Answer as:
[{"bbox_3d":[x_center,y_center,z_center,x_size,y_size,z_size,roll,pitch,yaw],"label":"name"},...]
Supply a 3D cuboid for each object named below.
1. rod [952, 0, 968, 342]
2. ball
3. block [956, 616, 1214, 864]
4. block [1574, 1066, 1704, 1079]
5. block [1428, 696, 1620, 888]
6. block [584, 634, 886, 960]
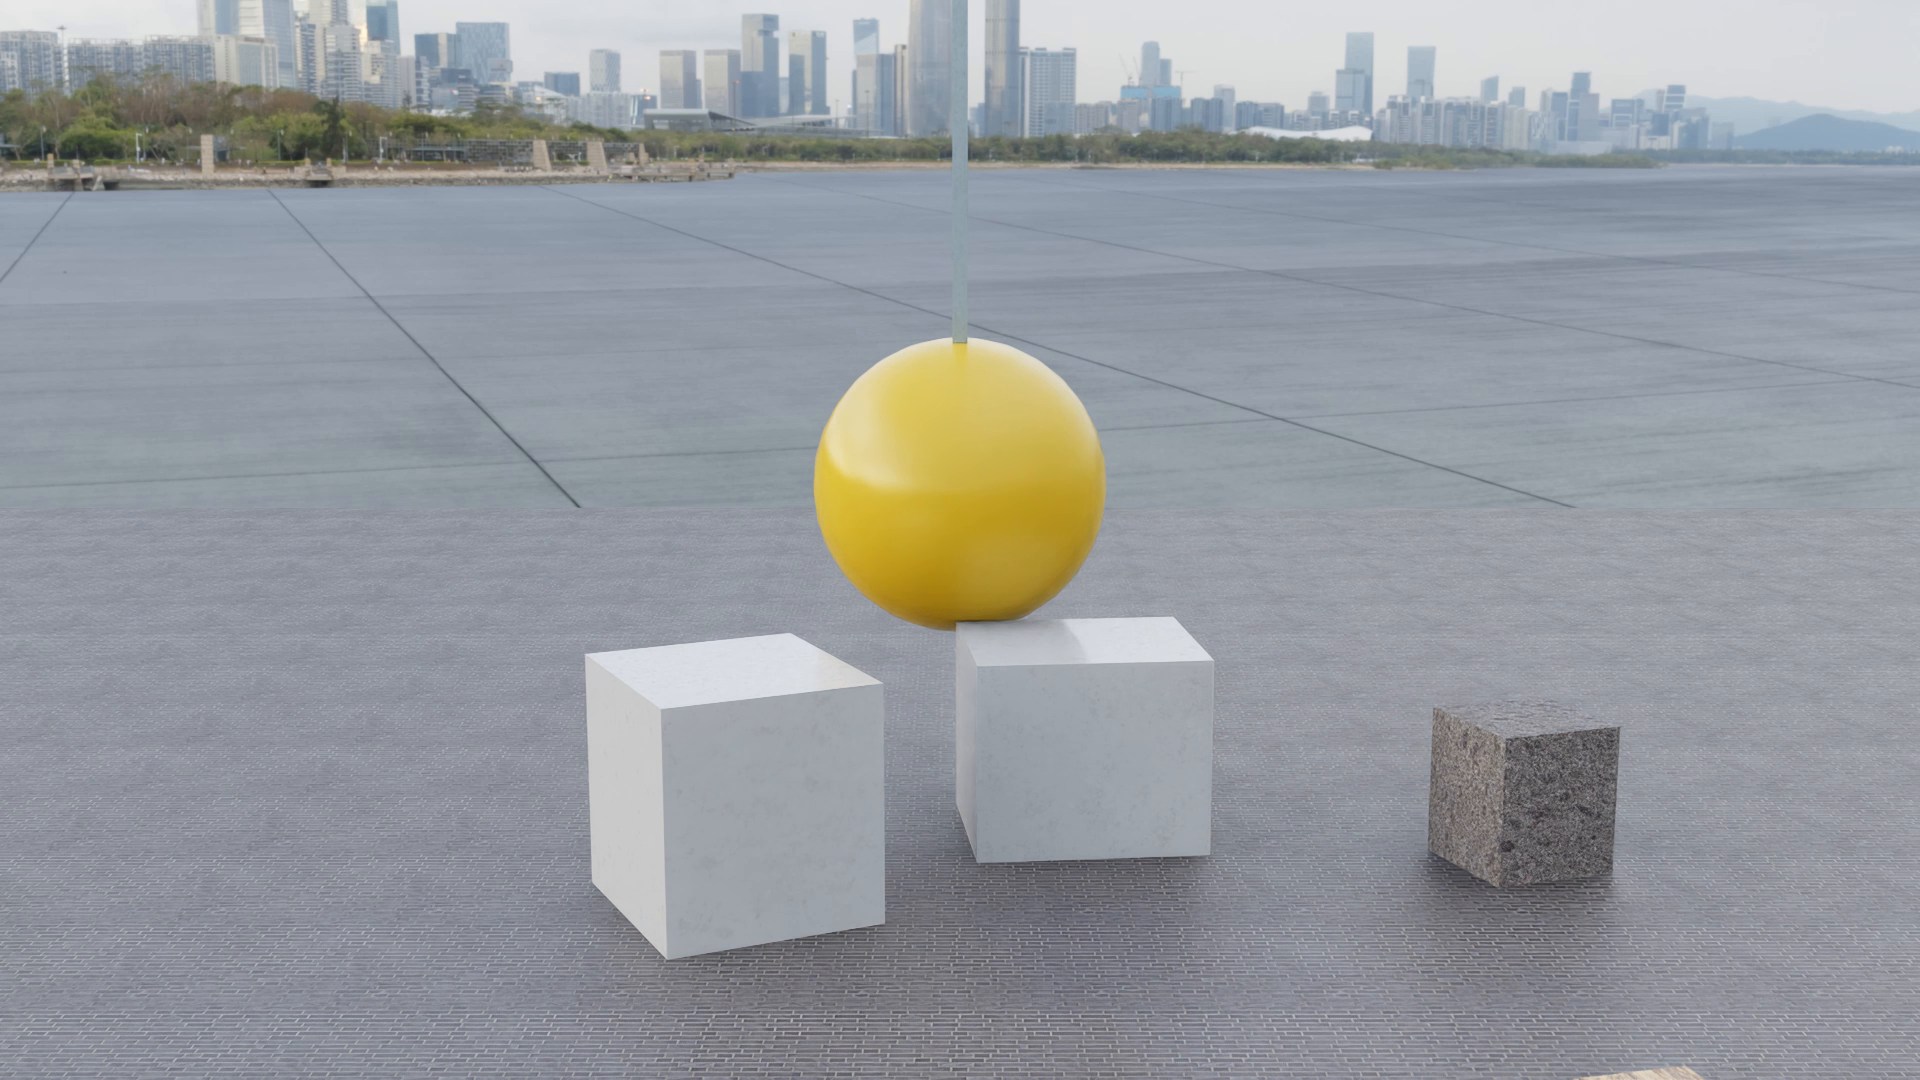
[{"bbox_3d":[0.000,-3.531,10.900,0.080,5.200,0.080,0,18,0],"label":"rod"},{"bbox_3d":[0.000,-0.301,11.960,1.600,1.600,1.600,0,10,0],"label":"ball"},{"bbox_3d":[0.612,1.000,11.286,1.168,0.995,1.010,-1,10,-6],"label":"block"},{"bbox_3d":[1.892,2.042,6.166,0.790,0.775,0.809,-3,11,-15],"label":"block"},{"bbox_3d":[2.755,1.223,10.787,0.643,0.735,0.625,-4,11,-20],"label":"block"},{"bbox_3d":[-1.052,1.139,10.164,1.034,1.122,1.130,-5,11,-25],"label":"block"}]
